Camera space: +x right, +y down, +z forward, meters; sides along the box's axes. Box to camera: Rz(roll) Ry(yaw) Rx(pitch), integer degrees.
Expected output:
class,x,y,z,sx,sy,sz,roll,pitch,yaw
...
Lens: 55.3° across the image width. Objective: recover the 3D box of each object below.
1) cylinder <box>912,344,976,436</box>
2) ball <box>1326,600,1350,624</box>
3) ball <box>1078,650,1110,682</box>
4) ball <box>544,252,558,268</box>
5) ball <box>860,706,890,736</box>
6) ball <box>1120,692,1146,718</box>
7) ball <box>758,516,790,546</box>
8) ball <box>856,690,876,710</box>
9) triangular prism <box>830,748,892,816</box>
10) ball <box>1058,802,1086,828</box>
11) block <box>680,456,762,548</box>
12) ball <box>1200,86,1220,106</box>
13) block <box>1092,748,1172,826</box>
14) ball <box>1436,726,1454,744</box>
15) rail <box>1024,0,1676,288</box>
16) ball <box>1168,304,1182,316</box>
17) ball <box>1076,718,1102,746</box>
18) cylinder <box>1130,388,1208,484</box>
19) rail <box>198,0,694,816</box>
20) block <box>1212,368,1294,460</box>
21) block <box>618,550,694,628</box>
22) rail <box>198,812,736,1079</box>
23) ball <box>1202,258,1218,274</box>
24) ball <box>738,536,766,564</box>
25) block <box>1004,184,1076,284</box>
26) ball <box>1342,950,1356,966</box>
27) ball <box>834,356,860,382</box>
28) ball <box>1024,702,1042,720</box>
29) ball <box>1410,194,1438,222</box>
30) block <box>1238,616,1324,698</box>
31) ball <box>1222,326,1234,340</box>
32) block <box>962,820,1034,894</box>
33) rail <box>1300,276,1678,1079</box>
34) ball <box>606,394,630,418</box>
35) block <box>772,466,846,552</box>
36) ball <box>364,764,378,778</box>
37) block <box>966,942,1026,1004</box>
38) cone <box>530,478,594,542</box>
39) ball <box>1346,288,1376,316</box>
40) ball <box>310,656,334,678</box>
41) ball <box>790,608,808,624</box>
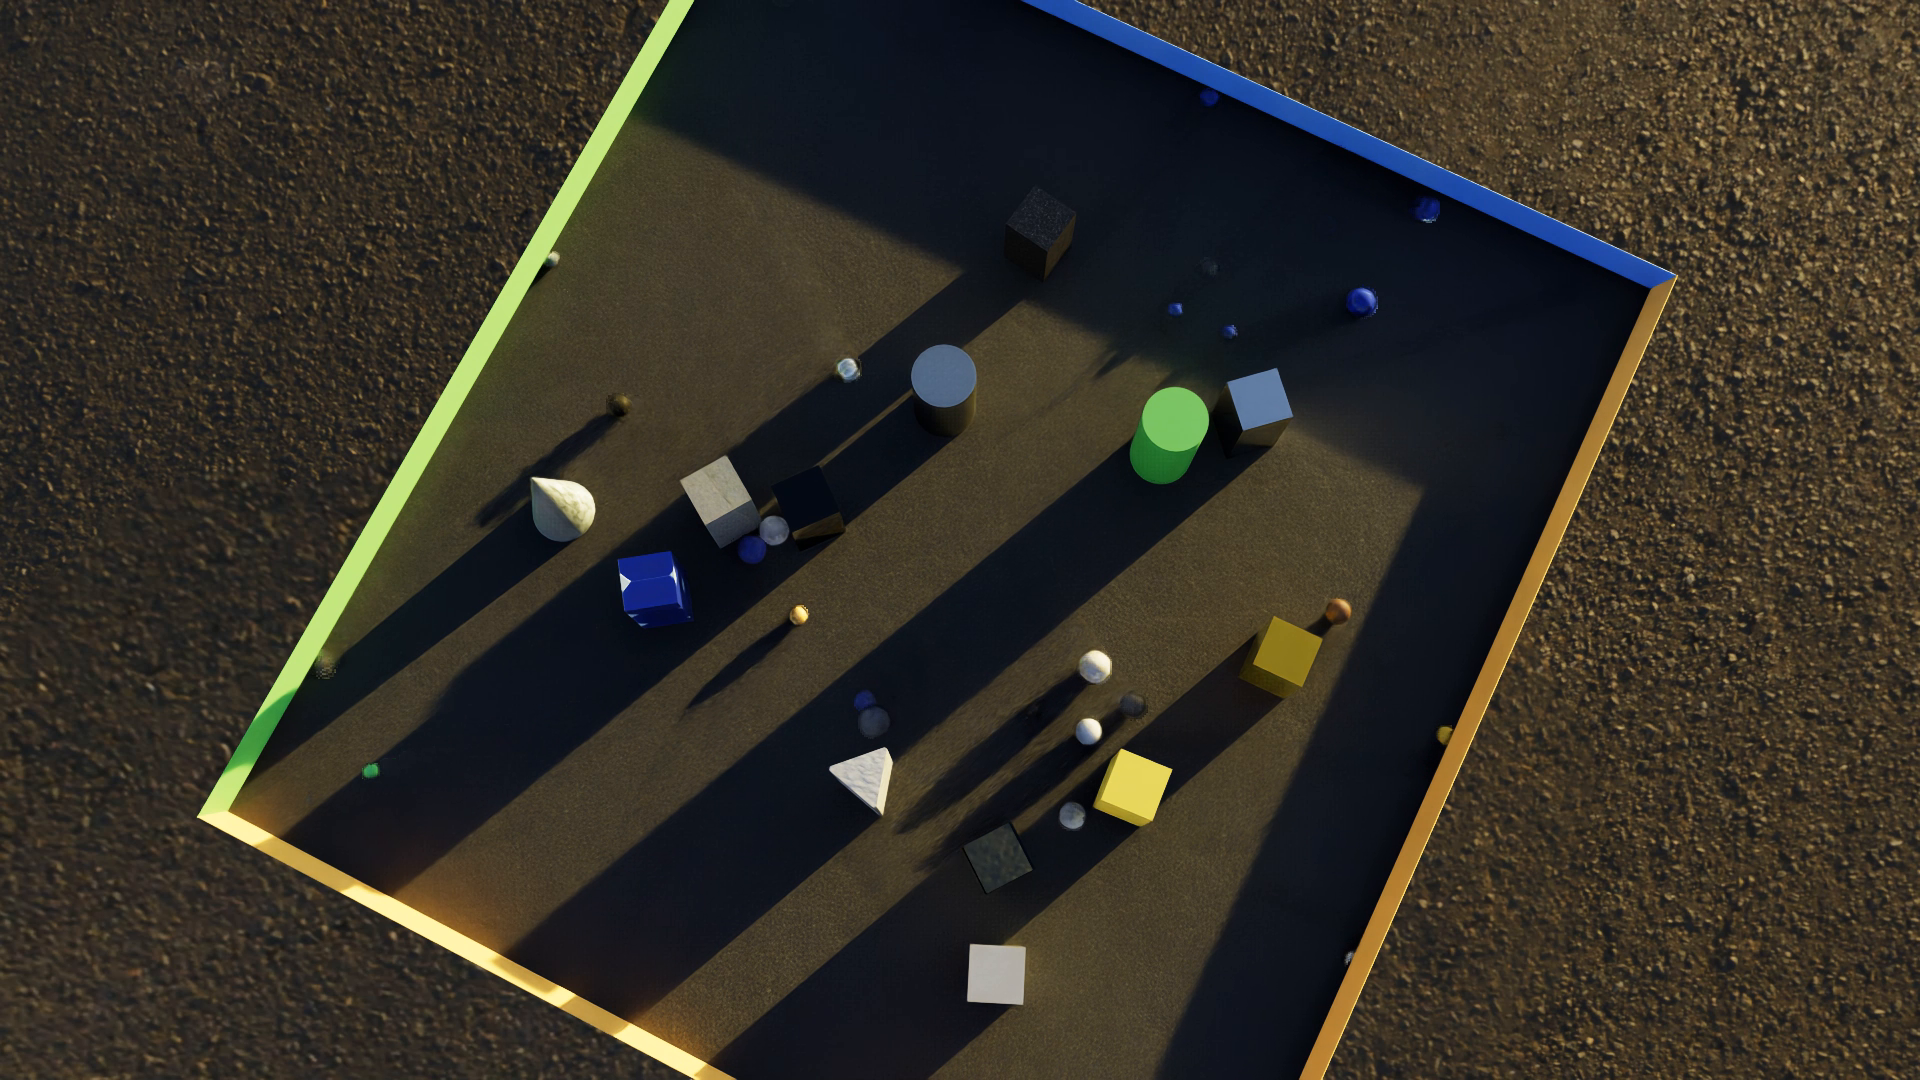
class,x,y,z,sx,sy,sz,roll,pitch,yaw
cylinder,-0.047,-0.447,5.537,0.192,0.337,0.192,0,78,0
ball,1.142,0.218,5.533,0.076,0.076,0.076,0,78,0
ball,0.404,0.380,5.489,0.096,0.096,0.096,0,78,0
ball,-1.289,-0.882,5.775,0.048,0.048,0.048,0,78,0
ball,-0.253,0.542,5.459,0.089,0.089,0.089,0,78,0
ball,0.517,0.491,5.474,0.079,0.079,0.079,0,78,0
ball,-0.566,-0.029,5.576,0.091,0.091,0.091,0,78,0
ball,-0.284,0.479,5.487,0.059,0.059,0.059,0,78,0
triangular prism,-0.251,0.671,5.263,0.166,0.420,0.144,40,81,8
ball,0.331,0.813,5.408,0.079,0.079,0.079,0,78,0
block,-0.706,-0.110,5.464,0.154,0.342,0.154,-30,80,-6
ball,0.801,-1.422,5.879,0.062,0.062,0.062,0,78,0
block,0.493,0.718,5.289,0.154,0.351,0.154,22,79,4
ball,1.449,0.582,5.468,0.055,0.055,0.055,0,78,0
rail,0.764,-1.490,5.860,3.225,0.125,0.045,26,80,5
ball,0.675,-0.720,5.744,0.042,0.042,0.042,0,78,0
ball,0.383,0.571,5.457,0.081,0.081,0.081,0,78,0
cylinder,0.621,-0.307,5.472,0.192,0.407,0.192,0,78,0
rail,-1.421,-0.689,5.694,0.045,0.125,3.464,26,80,5
block,0.876,-0.376,5.519,0.154,0.344,0.154,-16,79,-3
block,-0.896,0.151,5.419,0.154,0.326,0.154,-9,78,-2
rail,-0.764,1.503,5.241,3.225,0.125,0.045,26,80,5
ball,0.786,-0.862,5.769,0.050,0.050,0.050,0,78,0
ball,-0.632,0.030,5.566,0.087,0.087,0.087,0,78,0
block,0.245,-0.943,5.669,0.154,0.279,0.154,35,80,7
ball,1.137,1.219,5.342,0.044,0.044,0.044,0,78,0
ball,-0.350,-0.532,5.686,0.080,0.080,0.080,0,78,0
ball,0.218,0.513,5.484,0.051,0.051,0.051,0,78,0
ball,1.466,-1.049,5.791,0.084,0.084,0.084,0,78,0
block,0.940,0.349,5.394,0.154,0.293,0.154,25,79,5
ball,0.839,-0.649,5.730,0.041,0.041,0.041,0,78,0
block,0.109,0.920,5.302,0.154,0.243,0.154,-27,80,-5
rail,1.421,0.702,5.406,0.045,0.125,3.464,26,80,5
ball,-1.054,-0.414,5.665,0.073,0.073,0.073,0,78,0
block,-0.452,-0.092,5.490,0.154,0.284,0.154,-24,79,-5
ball,-1.752,0.690,5.452,0.042,0.042,0.042,0,78,0
block,0.100,1.228,5.200,0.154,0.318,0.154,3,78,1
cone,-1.218,-0.134,5.418,0.192,0.444,0.192,0,78,0
ball,1.251,-0.743,5.724,0.091,0.091,0.091,0,78,0
ball,-1.916,0.381,5.504,0.065,0.065,0.065,0,78,0
ball,-0.489,0.230,5.542,0.053,0.053,0.053,0,78,0
